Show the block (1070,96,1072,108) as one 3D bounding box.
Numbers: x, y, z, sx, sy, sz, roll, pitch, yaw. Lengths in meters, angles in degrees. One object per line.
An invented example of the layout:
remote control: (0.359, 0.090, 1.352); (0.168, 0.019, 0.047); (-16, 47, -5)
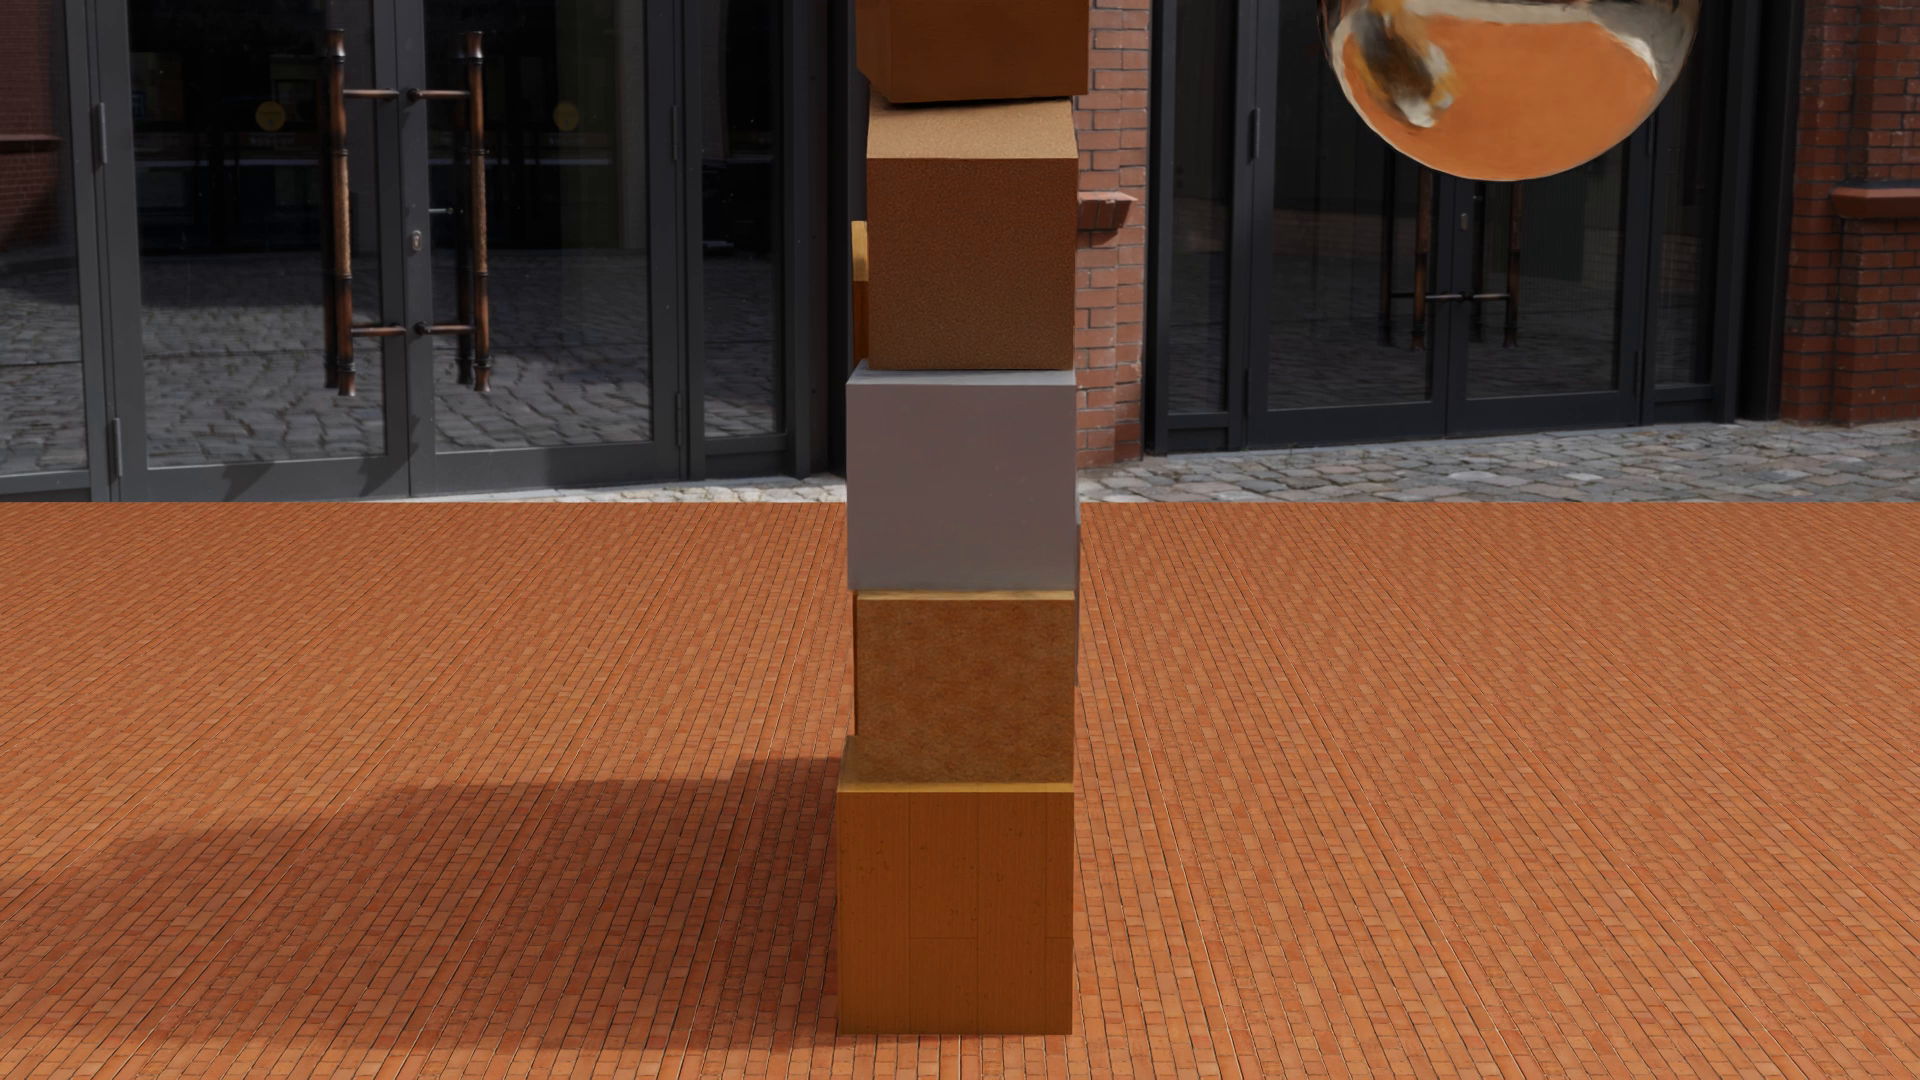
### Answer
block: (0.057, -1.577, 10.878); (0.716, 0.785, 0.798); (-1, 12, -6)

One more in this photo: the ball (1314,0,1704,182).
ball: (2.295, -2.309, 10.761); (1.600, 1.600, 1.600); (0, 10, 0)

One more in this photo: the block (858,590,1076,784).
block: (0.022, 0.490, 9.750); (0.793, 0.689, 0.735); (0, 10, 0)

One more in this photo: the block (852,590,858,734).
block: (-0.016, 0.418, 10.597); (0.817, 0.809, 0.769); (0, 26, 0)

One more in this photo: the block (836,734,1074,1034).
block: (-0.017, 1.300, 9.819); (0.866, 0.928, 0.826); (0, 10, 0)

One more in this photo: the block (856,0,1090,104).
block: (0.036, -2.199, 10.065); (0.773, 0.797, 0.757); (-4, 21, -11)

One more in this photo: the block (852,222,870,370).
block: (-0.040, -0.933, 11.596); (0.880, 0.795, 0.907); (-1, 23, -3)

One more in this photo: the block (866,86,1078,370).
block: (0.040, -1.218, 9.949); (0.776, 0.852, 0.827); (0, 28, -1)

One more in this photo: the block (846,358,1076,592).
block: (0.017, -0.266, 9.844); (0.842, 0.767, 0.862); (0, 10, 2)

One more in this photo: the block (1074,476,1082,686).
block: (0.028, 0.058, 11.409); (0.966, 0.798, 0.973); (0, 28, 0)
